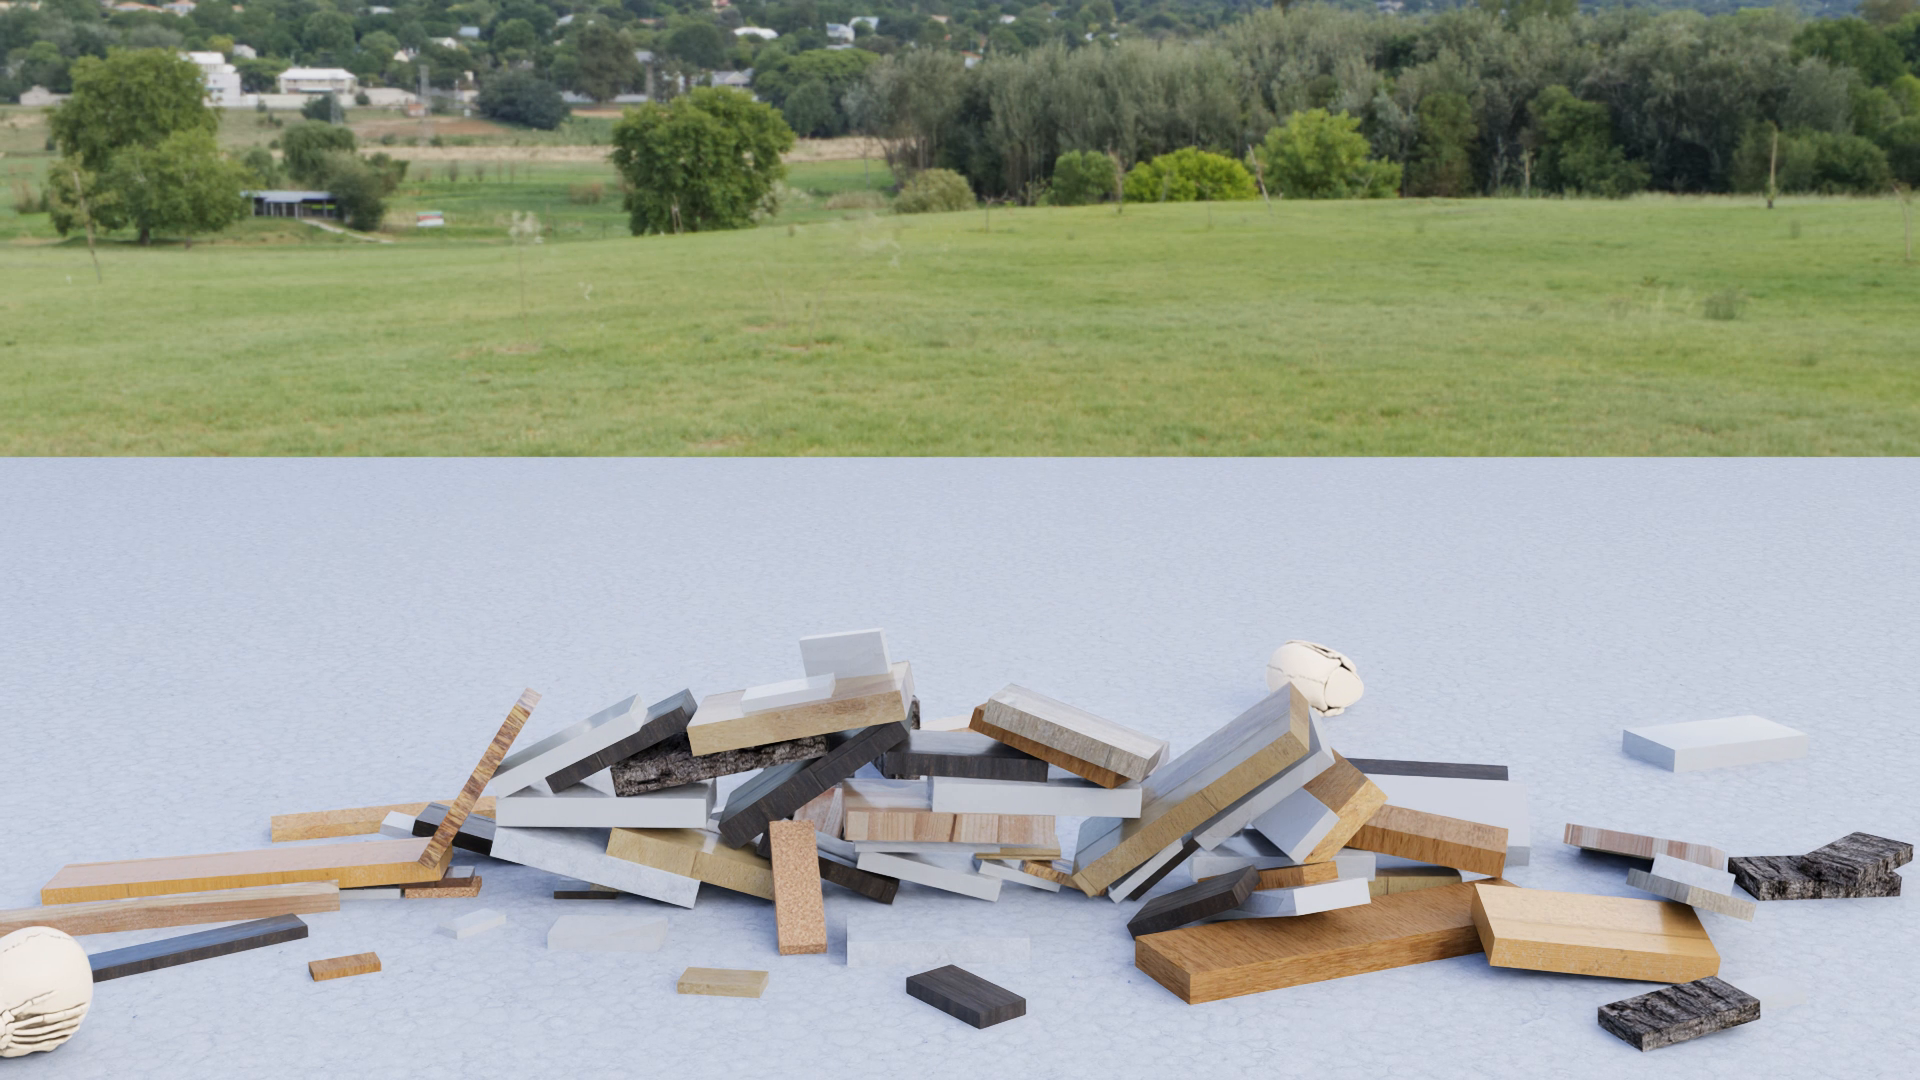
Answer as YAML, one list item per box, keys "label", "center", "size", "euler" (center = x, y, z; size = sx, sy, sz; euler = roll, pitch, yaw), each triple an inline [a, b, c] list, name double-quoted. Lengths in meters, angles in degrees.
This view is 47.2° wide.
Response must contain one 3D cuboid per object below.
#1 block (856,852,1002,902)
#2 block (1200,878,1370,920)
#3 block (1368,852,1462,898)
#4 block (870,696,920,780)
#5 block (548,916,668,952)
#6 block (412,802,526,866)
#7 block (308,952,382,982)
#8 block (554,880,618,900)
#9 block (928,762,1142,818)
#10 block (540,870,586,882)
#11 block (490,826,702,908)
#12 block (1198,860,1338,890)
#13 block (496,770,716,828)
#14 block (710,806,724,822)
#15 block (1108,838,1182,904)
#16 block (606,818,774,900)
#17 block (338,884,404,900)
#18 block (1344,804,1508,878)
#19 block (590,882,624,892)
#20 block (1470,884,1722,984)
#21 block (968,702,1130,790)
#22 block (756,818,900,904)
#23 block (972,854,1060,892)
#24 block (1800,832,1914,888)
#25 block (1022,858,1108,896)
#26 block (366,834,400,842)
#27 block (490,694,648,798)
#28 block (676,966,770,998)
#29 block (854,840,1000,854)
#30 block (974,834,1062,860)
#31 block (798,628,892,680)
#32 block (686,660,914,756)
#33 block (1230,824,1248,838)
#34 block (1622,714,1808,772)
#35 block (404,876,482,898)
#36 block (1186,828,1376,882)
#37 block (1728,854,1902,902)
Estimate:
- label: "block"
  center: [-0.053, 0.541, 3.674]
  size: [0.239, 0.034, 0.119]
  euler: [14, 10, -5]
- label: "block"
  center: [0.502, 0.564, 3.446]
  size: [0.138, 0.039, 0.275]
  euler: [-4, -9, -27]
- label: "block"
  center: [0.678, 0.562, 3.702]
  size: [0.299, 0.042, 0.149]
  euler: [0, 11, 0]
- label: "block"
  center: [-0.150, 0.365, 4.404]
  size: [0.049, 0.174, 0.348]
  euler: [-3, 11, -16]
- label: "block"
  center: [-0.553, 0.618, 3.454]
  size: [0.172, 0.024, 0.086]
  euler: [1, 11, 4]
- label: "block"
  center: [-0.845, 0.514, 3.854]
  size: [0.204, 0.029, 0.102]
  euler: [15, 11, -1]
- label: "block"
  center: [-0.931, 0.646, 3.330]
  size: [0.099, 0.014, 0.049]
  euler: [-5, 12, -25]
- label: "block"
  center: [-0.621, 0.583, 3.665]
  size: [0.102, 0.014, 0.051]
  euler: [0, 11, 1]
- label: "block"
  center: [0.120, 0.405, 3.646]
  size: [0.339, 0.048, 0.170]
  euler: [2, 12, -4]
- label: "block"
  center: [-0.642, 0.544, 3.637]
  size: [0.102, 0.014, 0.051]
  euler: [13, 10, -11]
- label: "block"
  center: [-0.593, 0.520, 3.663]
  size: [0.341, 0.048, 0.171]
  euler: [15, 10, -2]
- label: "block"
  center: [0.488, 0.538, 3.493]
  size: [0.198, 0.028, 0.099]
  euler: [-14, -10, 40]
- label: "block"
  center: [-0.584, 0.428, 3.656]
  size: [0.341, 0.048, 0.171]
  euler: [0, 10, 0]
- label: "block"
  center: [-0.467, 0.519, 3.818]
  size: [0.170, 0.085, 0.024]
  euler: [-8, 13, -36]
- label: "block"
  center: [0.305, 0.536, 3.641]
  size: [0.145, 0.021, 0.072]
  euler: [-42, 8, 10]
- label: "block"
  center: [-0.404, 0.521, 3.665]
  size: [0.341, 0.048, 0.171]
  euler: [15, 10, 0]
- label: "block"
  center: [-0.988, 0.581, 3.669]
  size: [0.117, 0.017, 0.059]
  euler: [0, 11, -2]
- label: "block"
  center: [0.760, 0.492, 3.675]
  size: [0.299, 0.042, 0.149]
  euler: [10, 11, 14]
- label: "block"
  center: [-0.562, 0.570, 3.662]
  size: [0.102, 0.014, 0.051]
  euler: [4, 11, -6]
- label: "block"
  center: [0.961, 0.599, 3.342]
  size: [0.335, 0.047, 0.167]
  euler: [5, 19, 1]
- label: "block"
  center: [0.159, 0.332, 3.626]
  size: [0.263, 0.037, 0.131]
  euler: [22, 12, 20]
- label: "block"
  center: [-0.216, 0.530, 3.666]
  size: [0.239, 0.034, 0.119]
  euler: [21, 10, -2]
- label: "block"
  center: [0.095, 0.552, 3.686]
  size: [0.141, 0.020, 0.071]
  euler: [16, 10, -12]
- label: "block"
  center: [1.508, 0.536, 3.695]
  size: [0.200, 0.028, 0.100]
  euler: [-10, 14, -42]
- label: "block"
  center: [0.175, 0.556, 3.685]
  size: [0.141, 0.020, 0.071]
  euler: [18, 11, -4]
- label: "block"
  center: [-0.974, 0.540, 3.882]
  size: [0.140, 0.020, 0.070]
  euler: [7, 12, 31]
- label: "block"
  center: [-0.640, 0.337, 3.610]
  size: [0.254, 0.036, 0.127]
  euler: [-26, 9, 3]
- label: "block"
  center: [-0.351, 0.656, 3.263]
  size: [0.124, 0.018, 0.062]
  euler: [2, 11, 8]
- label: "block"
  center: [-0.059, 0.483, 3.659]
  size: [0.238, 0.034, 0.119]
  euler: [2, 12, -7]
- label: "block"
  center: [0.095, 0.513, 3.684]
  size: [0.141, 0.020, 0.071]
  euler: [2, 12, -4]
- label: "block"
  center: [-0.189, 0.190, 3.635]
  size: [0.146, 0.073, 0.021]
  euler: [-7, 12, 19]
- label: "block"
  center: [-0.257, 0.274, 3.602]
  size: [0.351, 0.050, 0.175]
  euler: [-10, 12, 6]
- label: "block"
  center: [0.468, 0.450, 3.715]
  size: [0.068, 0.019, 0.137]
  euler: [-6, 30, 40]
- label: "block"
  center: [1.541, 0.414, 4.488]
  size: [0.328, 0.047, 0.164]
  euler: [-4, 11, -20]
- label: "block"
  center: [-0.863, 0.580, 3.676]
  size: [0.117, 0.017, 0.059]
  euler: [-1, 11, -3]
- label: "block"
  center: [0.529, 0.525, 3.671]
  size: [0.299, 0.042, 0.149]
  euler: [0, 11, -1]
- label: "block"
  center: [1.436, 0.566, 3.701]
  size: [0.244, 0.035, 0.122]
  euler: [-1, 11, -5]
